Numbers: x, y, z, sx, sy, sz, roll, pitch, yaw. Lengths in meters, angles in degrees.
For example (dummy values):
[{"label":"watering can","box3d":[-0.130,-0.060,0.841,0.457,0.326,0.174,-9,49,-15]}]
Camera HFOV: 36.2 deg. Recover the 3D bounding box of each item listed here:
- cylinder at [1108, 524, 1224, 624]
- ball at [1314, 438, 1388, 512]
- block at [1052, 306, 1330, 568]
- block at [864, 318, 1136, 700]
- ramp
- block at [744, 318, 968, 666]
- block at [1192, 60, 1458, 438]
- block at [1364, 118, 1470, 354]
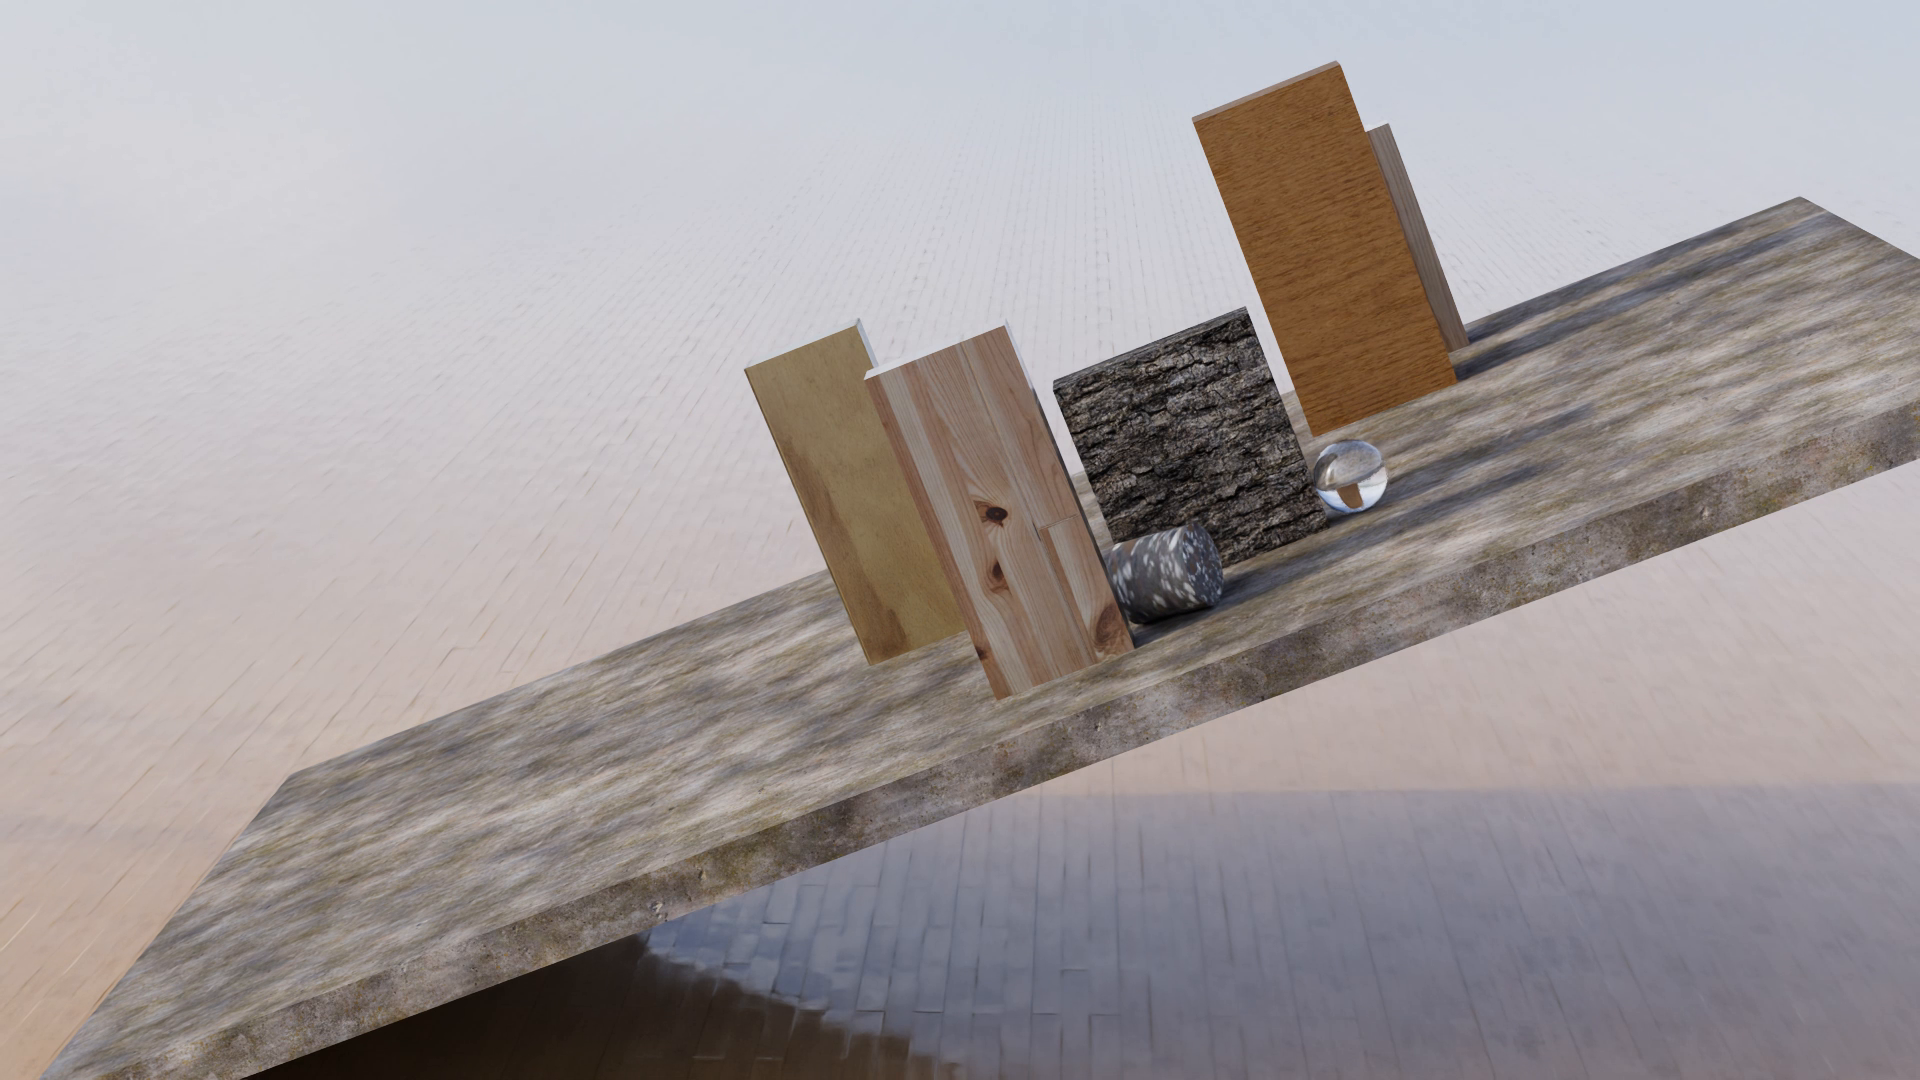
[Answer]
[{"label":"cylinder","box3d":[0.395,0.065,5.641,0.162,0.162,0.162,-16,5,29]},{"label":"ball","box3d":[0.775,-0.127,5.833,0.147,0.147,0.147,0,14,0]},{"label":"block","box3d":[0.459,-0.171,5.838,0.409,0.459,0.104,-21,12,7]},{"label":"block","box3d":[0.078,-0.056,5.530,0.280,0.664,0.091,-21,12,7]},{"label":"ramp","box3d":[0.124,0.173,6.290,4.000,0.100,2.000,-21,12,7]},{"label":"block","box3d":[-0.200,-0.098,6.165,0.252,0.685,0.093,-21,12,7]},{"label":"block","box3d":[0.813,-0.646,6.557,0.343,0.756,0.119,-21,12,7]},{"label":"block","box3d":[0.937,-0.661,6.881,0.331,0.556,0.105,-21,12,7]}]
